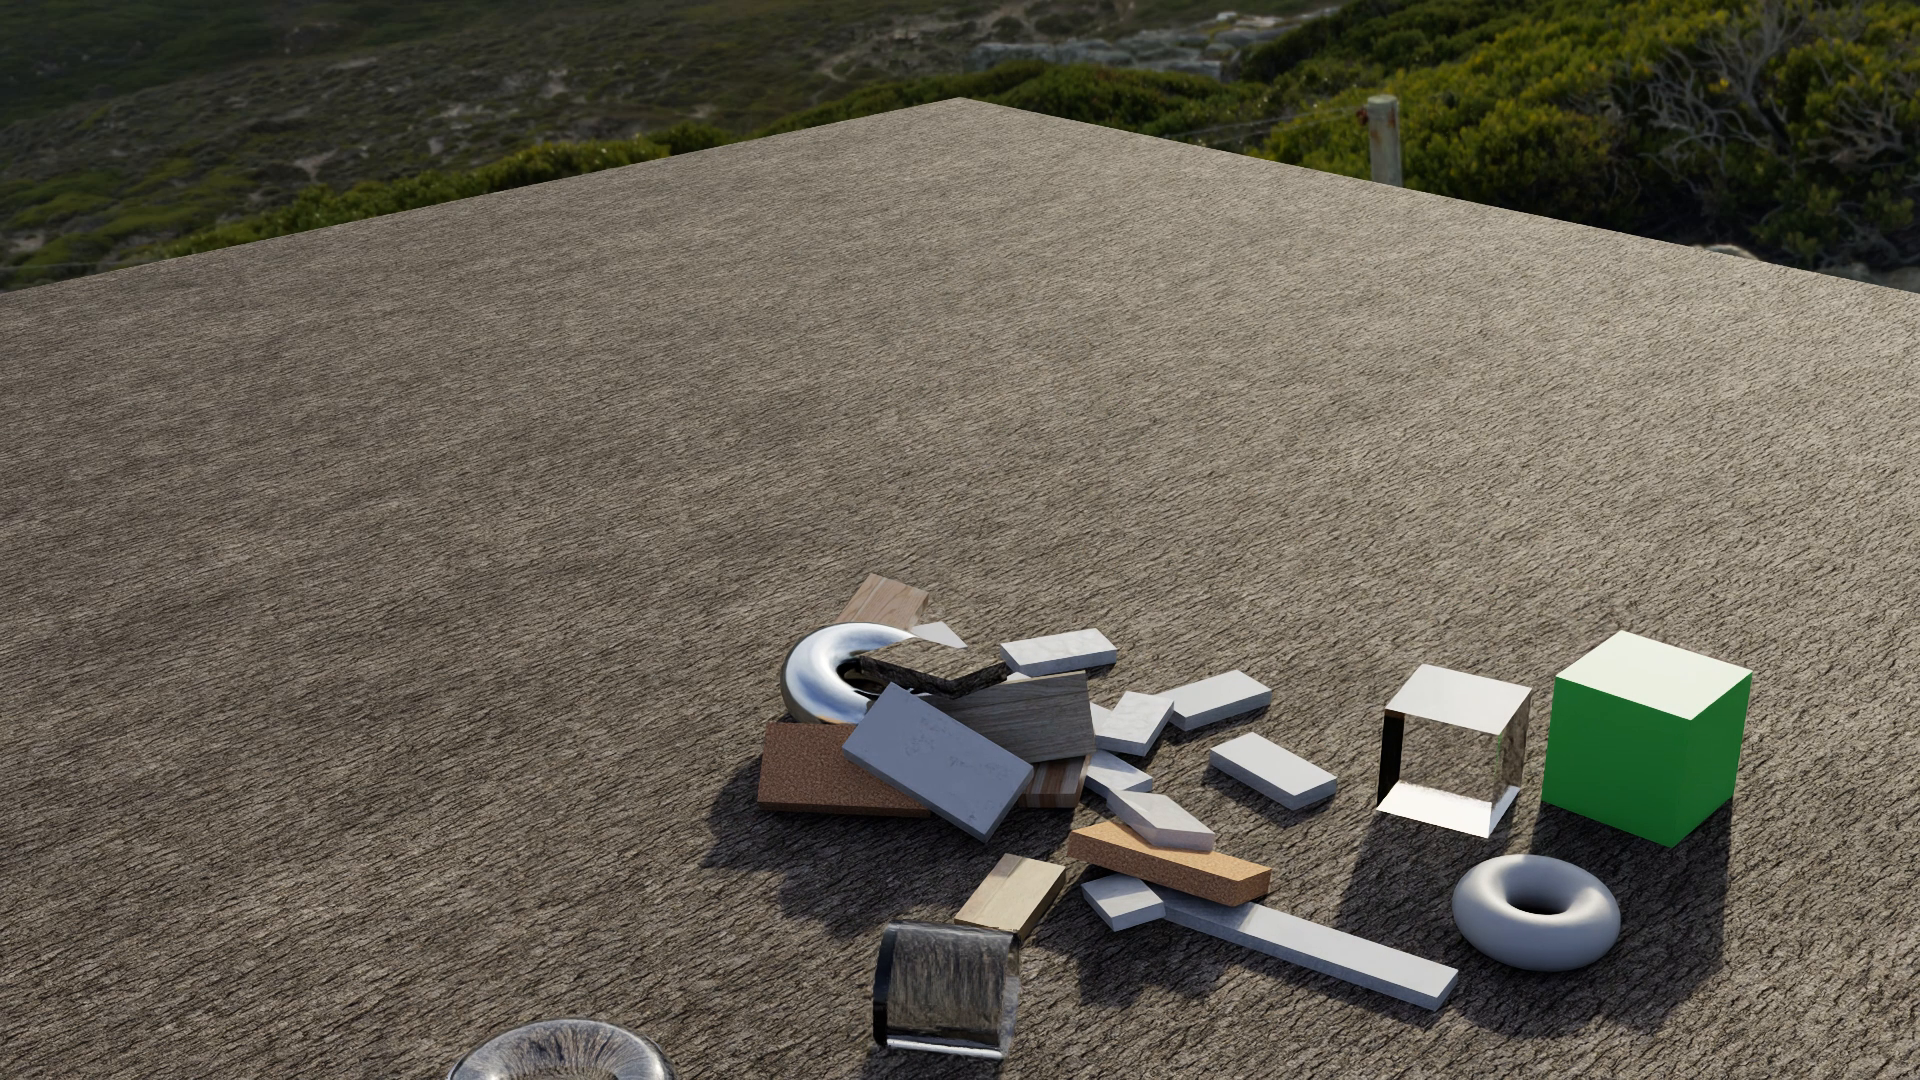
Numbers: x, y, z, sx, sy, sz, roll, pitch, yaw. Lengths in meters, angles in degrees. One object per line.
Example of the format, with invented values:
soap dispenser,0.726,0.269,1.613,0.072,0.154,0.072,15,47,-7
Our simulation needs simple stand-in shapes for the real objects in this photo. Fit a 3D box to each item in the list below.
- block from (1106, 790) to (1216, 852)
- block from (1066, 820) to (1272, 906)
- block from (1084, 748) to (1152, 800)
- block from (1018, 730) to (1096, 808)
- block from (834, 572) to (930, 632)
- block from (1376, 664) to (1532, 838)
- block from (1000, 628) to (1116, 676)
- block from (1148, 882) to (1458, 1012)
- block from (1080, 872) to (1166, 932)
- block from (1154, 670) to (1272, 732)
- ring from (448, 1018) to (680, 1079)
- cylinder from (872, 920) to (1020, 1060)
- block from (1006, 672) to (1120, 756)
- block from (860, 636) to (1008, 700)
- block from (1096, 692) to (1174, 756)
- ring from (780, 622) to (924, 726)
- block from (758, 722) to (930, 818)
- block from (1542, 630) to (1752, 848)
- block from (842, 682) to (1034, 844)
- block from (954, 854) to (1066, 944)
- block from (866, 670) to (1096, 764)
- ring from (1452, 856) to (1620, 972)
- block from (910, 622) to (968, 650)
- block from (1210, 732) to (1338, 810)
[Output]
block,0.392,0.549,4.322,0.125,0.035,0.249,8,8,-19
block,0.398,0.613,4.182,0.346,0.049,0.173,13,6,28
block,0.297,0.484,4.584,0.100,0.028,0.201,-17,28,-34
block,0.202,0.468,4.555,0.121,0.034,0.242,-2,29,15
block,-0.227,0.237,5.006,0.149,0.042,0.454,18,38,14
block,1.004,0.424,4.465,0.231,0.231,0.231,12,26,27
block,0.228,0.262,5.099,0.242,0.034,0.121,-8,24,-19
block,0.606,0.727,4.010,0.596,0.028,0.100,14,27,30
block,0.301,0.666,4.072,0.100,0.028,0.201,-15,12,-10
block,0.558,0.355,4.881,0.242,0.034,0.121,-14,27,-30
ring,-0.634,0.897,3.485,0.391,0.130,0.391,1,22,0
cylinder,-0.020,0.757,3.707,0.212,0.212,0.212,4,23,10
block,0.229,0.379,4.828,0.379,0.031,0.109,20,30,39
block,-0.058,0.266,4.598,0.149,0.042,0.299,-17,19,-38
block,0.377,0.393,4.717,0.109,0.031,0.218,9,24,20
ring,-0.190,0.319,4.745,0.401,0.134,0.401,9,31,-6
block,-0.228,0.467,4.471,0.346,0.049,0.173,2,63,5
block,1.391,0.398,4.459,0.284,0.284,0.284,19,30,38
block,-0.045,0.444,4.411,0.347,0.049,0.173,29,66,19
block,0.096,0.675,4.124,0.125,0.035,0.249,10,25,22
block,0.045,0.386,4.539,0.455,0.168,0.048,-8,3,4
ring,1.055,0.681,4.029,0.301,0.100,0.301,0,24,0
block,-0.149,0.262,5.089,0.299,0.042,0.149,-10,25,-22
block,0.651,0.480,4.584,0.125,0.035,0.249,-16,28,-34
